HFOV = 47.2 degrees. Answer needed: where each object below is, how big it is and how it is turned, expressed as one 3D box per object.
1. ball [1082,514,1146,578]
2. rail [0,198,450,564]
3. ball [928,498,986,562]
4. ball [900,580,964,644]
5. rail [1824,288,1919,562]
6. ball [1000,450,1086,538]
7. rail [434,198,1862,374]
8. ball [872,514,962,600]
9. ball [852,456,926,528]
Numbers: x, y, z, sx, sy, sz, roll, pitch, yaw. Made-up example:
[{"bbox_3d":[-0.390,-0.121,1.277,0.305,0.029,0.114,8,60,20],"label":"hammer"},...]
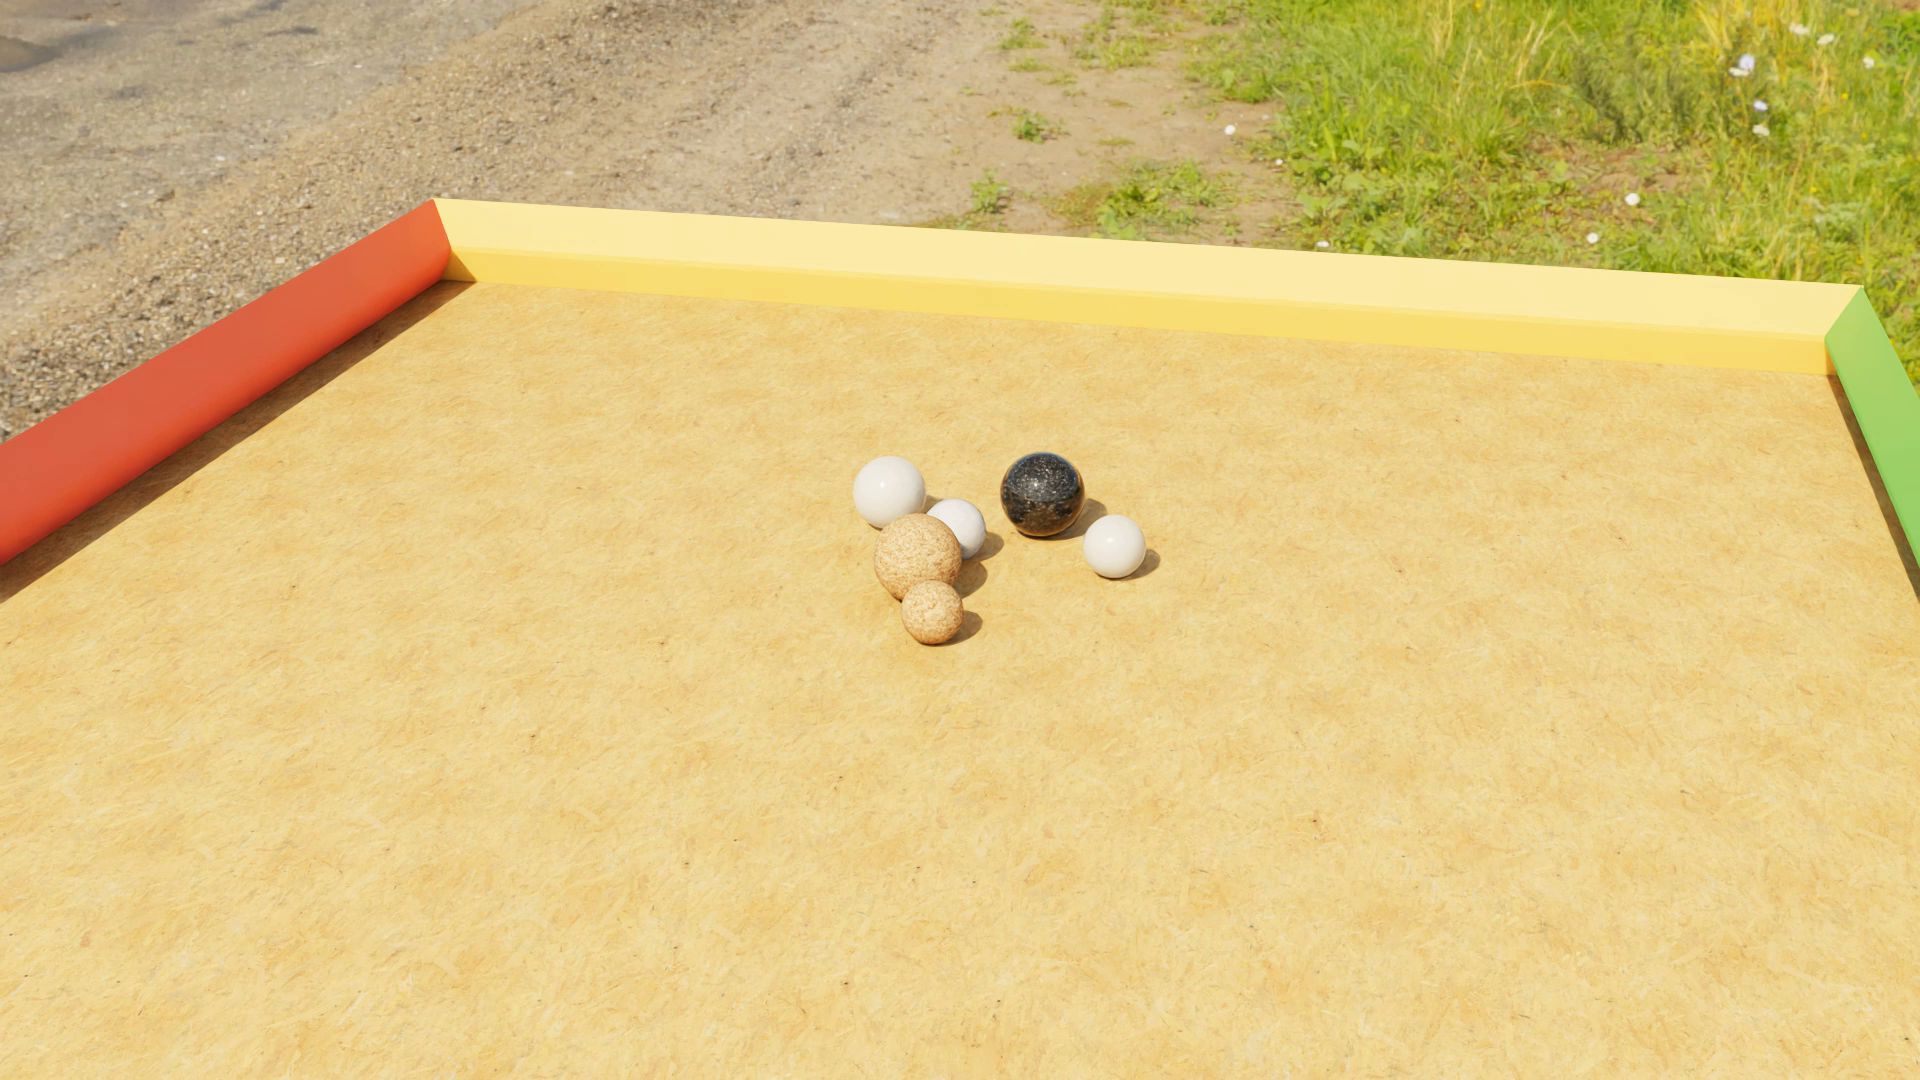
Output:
[{"bbox_3d":[0.171,0.007,2.431,0.070,0.070,0.070,0,23,0],"label":"ball"},{"bbox_3d":[-1.214,0.245,1.804,0.045,0.129,3.709,5,24,12],"label":"rail"},{"bbox_3d":[-0.006,-0.011,2.471,0.072,0.072,0.072,0,23,0],"label":"ball"},{"bbox_3d":[-0.029,0.075,2.281,0.066,0.066,0.066,0,23,0],"label":"ball"},{"bbox_3d":[0.802,0.428,1.383,0.045,0.129,3.709,5,24,12],"label":"rail"},{"bbox_3d":[0.095,-0.053,2.533,0.100,0.100,0.100,0,23,0],"label":"ball"},{"bbox_3d":[0.200,-0.373,3.232,2.115,0.129,0.045,5,24,12],"label":"rail"},{"bbox_3d":[-0.046,0.019,2.370,0.096,0.096,0.096,0,23,0],"label":"ball"},{"bbox_3d":[-0.082,-0.055,2.555,0.086,0.086,0.086,0,23,0],"label":"ball"}]
